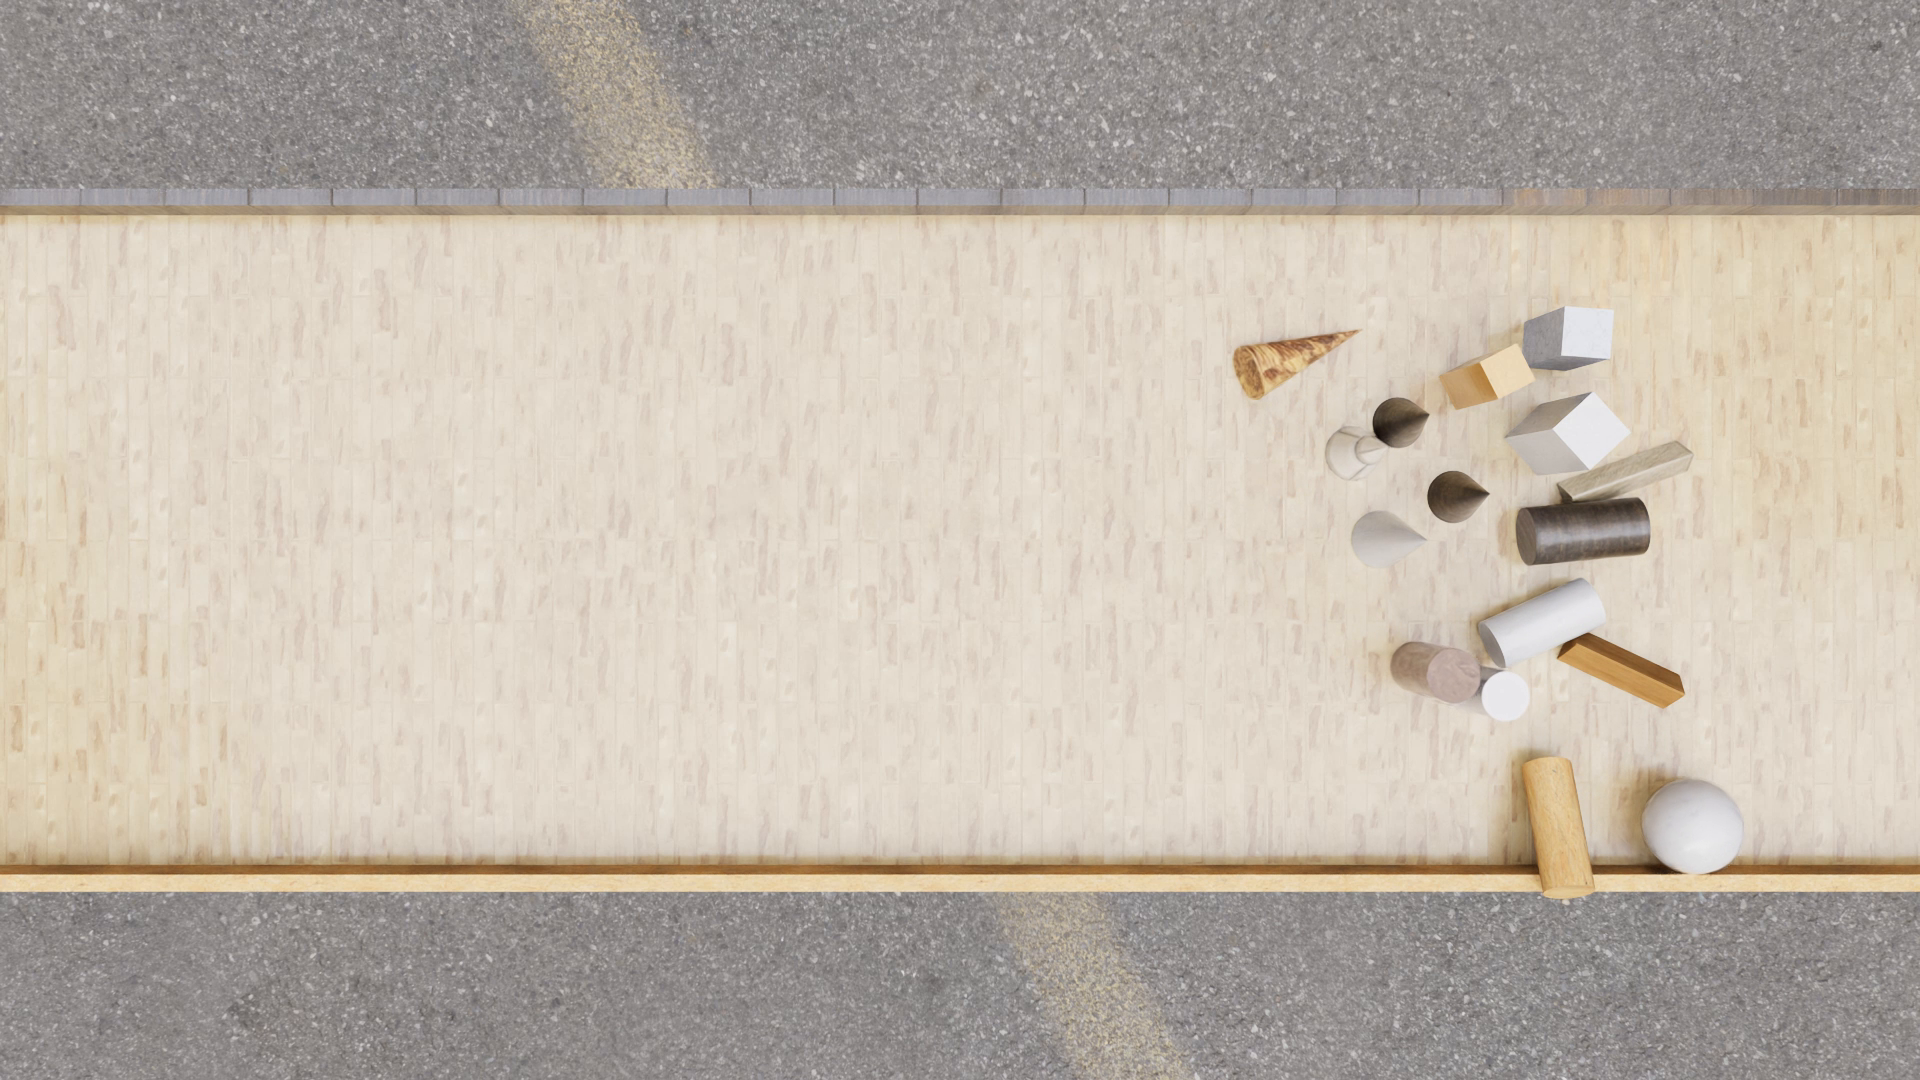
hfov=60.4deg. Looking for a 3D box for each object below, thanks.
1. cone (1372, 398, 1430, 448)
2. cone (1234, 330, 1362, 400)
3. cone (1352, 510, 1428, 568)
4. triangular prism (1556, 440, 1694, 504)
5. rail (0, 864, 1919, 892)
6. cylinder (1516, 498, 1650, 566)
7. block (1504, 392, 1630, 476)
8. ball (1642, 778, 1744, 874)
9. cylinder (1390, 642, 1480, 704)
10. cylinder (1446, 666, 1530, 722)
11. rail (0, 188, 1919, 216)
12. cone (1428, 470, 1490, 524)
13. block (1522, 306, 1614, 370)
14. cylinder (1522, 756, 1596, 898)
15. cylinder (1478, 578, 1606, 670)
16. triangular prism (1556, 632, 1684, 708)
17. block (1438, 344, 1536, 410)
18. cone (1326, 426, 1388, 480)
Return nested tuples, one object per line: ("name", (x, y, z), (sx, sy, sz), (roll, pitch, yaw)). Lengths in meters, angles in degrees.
("cone", (1.348, -0.361, 4.902), (0.157, 0.349, 0.157), (0, 90, 0))
("cone", (1.058, -0.576, 5.035), (0.409, 0.171, 0.171), (-21, 90, -12))
("cone", (1.303, 0.000, 4.849), (0.178, 0.448, 0.178), (0, 90, -3))
("triangular prism", (2.036, -0.194, 5.031), (0.392, 0.087, 0.100), (-20, 90, 0))
("rail", (-2.247, 1.025, 5.001), (12.000, 0.150, 0.050), (0, 90, 0))
("cylinder", (1.882, -0.026, 4.988), (0.341, 0.177, 0.177), (-5, 90, 0))
("block", (1.783, -0.309, 4.866), (0.157, 0.421, 0.157), (-42, 90, 0))
("ball", (2.192, 0.857, 4.935), (0.283, 0.283, 0.283), (0, 90, 0))
("cylinder", (1.407, 0.390, 4.895), (0.156, 0.359, 0.156), (0, 90, -2))
("cylinder", (1.558, 0.450, 4.913), (0.145, 0.314, 0.145), (0, 90, -6))
("rail", (-2.247, -1.025, 5.002), (12.000, 0.150, 0.050), (0, 90, 0))
("cone", (1.518, -0.132, 4.899), (0.162, 0.355, 0.162), (0, 90, 0))
("block", (1.802, -0.596, 4.905), (0.141, 0.343, 0.141), (4, 90, 0))
("cylinder", (1.782, 0.858, 4.920), (0.146, 0.146, 0.391), (0, 62, 0))
("cylinder", (1.762, 0.254, 4.997), (0.330, 0.160, 0.160), (-24, 90, 0))
("triangular prism", (2.023, 0.391, 5.024), (0.361, 0.099, 0.114), (25, 90, 0))
("block", (1.552, -0.478, 4.875), (0.118, 0.403, 0.118), (-27, 90, 0))
("cone", (1.207, -0.265, 4.856), (0.169, 0.439, 0.169), (0, 91, 0))
